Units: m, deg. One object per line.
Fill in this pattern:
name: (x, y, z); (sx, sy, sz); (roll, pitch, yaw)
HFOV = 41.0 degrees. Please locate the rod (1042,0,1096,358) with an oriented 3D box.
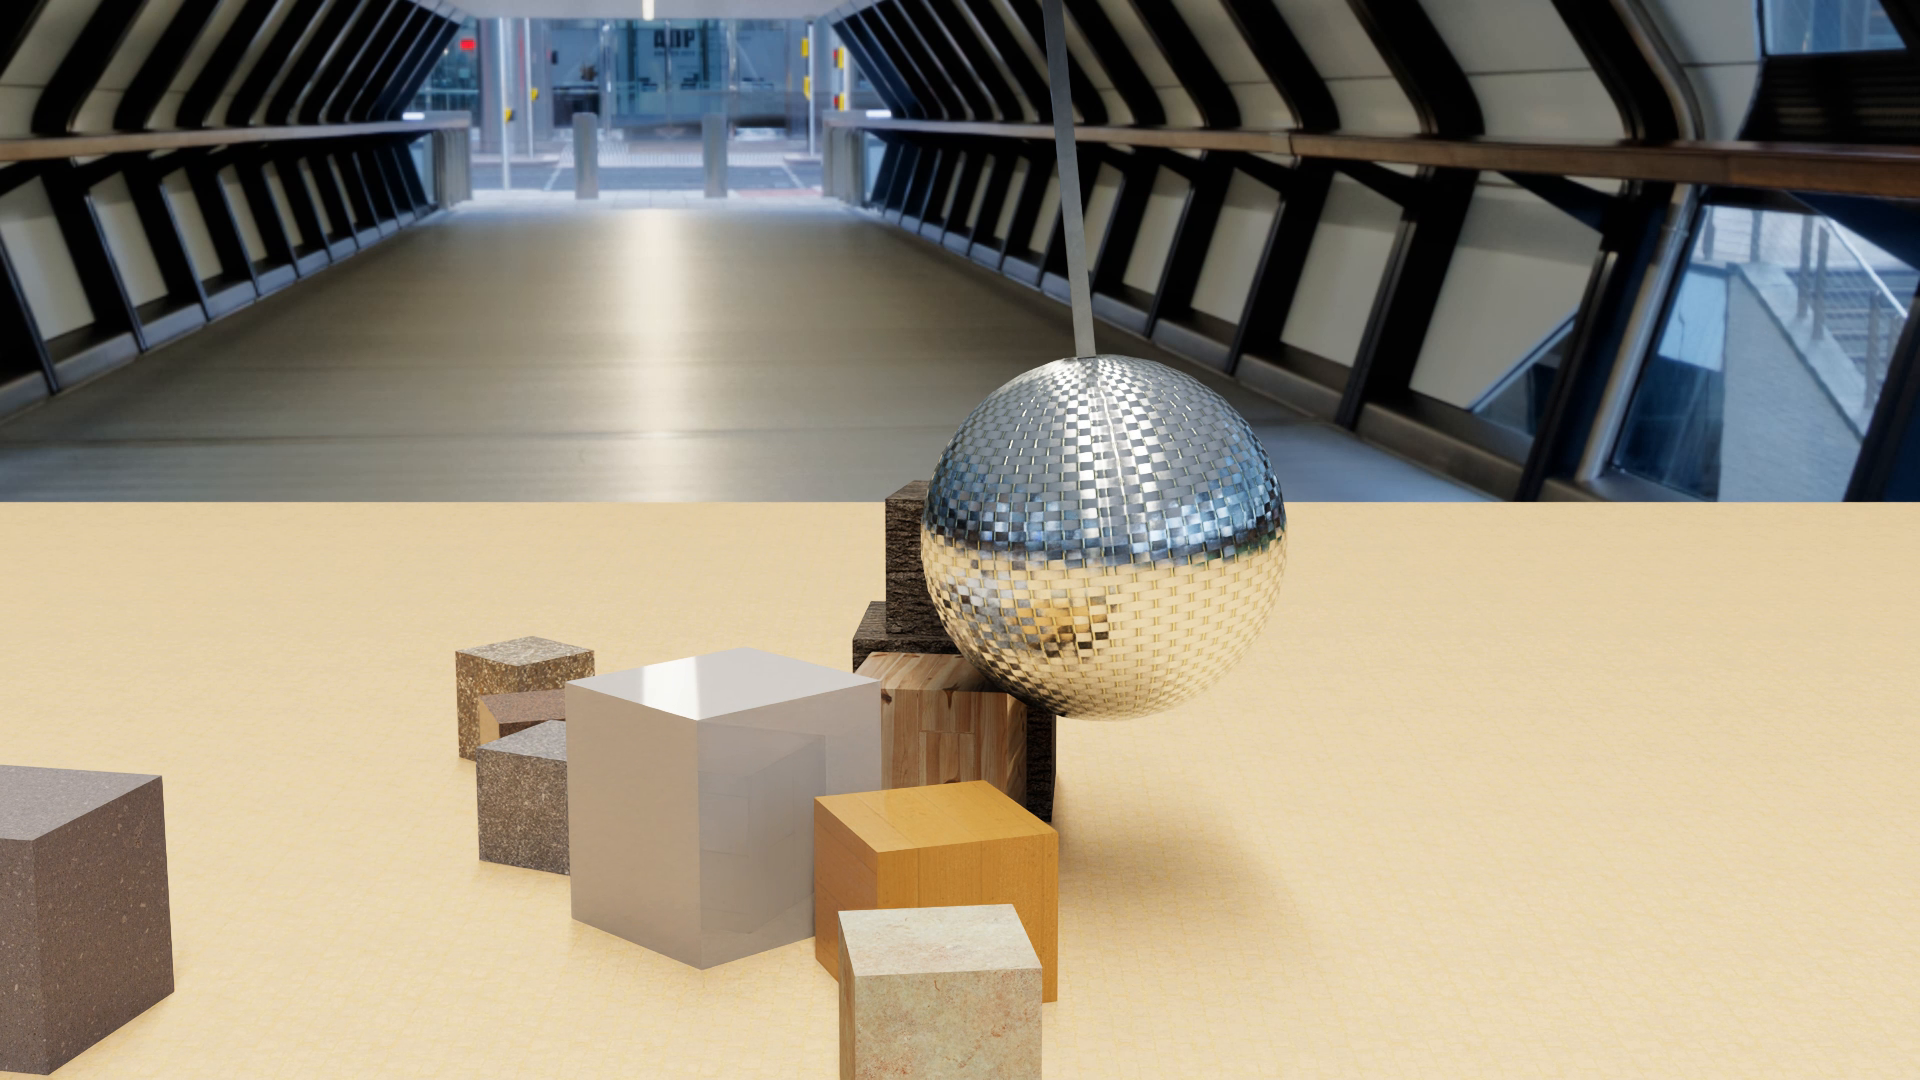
rod: (0.271, -3.335, 10.574); (0.080, 5.200, 0.080); (-6, 10, 1)

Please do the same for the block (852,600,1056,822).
block: (-0.009, 0.824, 12.589); (0.944, 0.875, 0.902); (1, 10, 4)

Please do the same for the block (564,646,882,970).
block: (-0.983, 1.088, 10.726); (0.964, 1.022, 0.885); (-10, 14, -43)

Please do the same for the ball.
ball: (0.626, -0.008, 11.179); (1.600, 1.600, 1.600); (0, 10, 0)

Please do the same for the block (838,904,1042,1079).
block: (-0.078, 1.653, 8.772); (0.618, 0.608, 0.663); (-1, 10, -7)

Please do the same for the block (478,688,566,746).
block: (-1.948, 1.046, 12.340); (0.620, 0.527, 0.580); (-4, 11, -19)

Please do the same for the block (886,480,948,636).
block: (0.018, 0.087, 12.380); (0.631, 0.650, 0.584); (2, 11, 12)

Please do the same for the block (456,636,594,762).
block: (-2.249, 0.850, 13.310); (0.517, 0.566, 0.497); (9, 14, 42)

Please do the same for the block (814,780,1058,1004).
block: (-0.103, 1.395, 10.014); (0.725, 0.672, 0.784); (-4, 11, -20)

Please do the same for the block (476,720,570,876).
block: (-1.818, 1.165, 11.686); (0.509, 0.526, 0.568); (5, 12, 27)

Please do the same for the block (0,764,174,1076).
block: (-3.570, 1.382, 9.544); (0.881, 0.867, 0.869); (2, 11, 13)

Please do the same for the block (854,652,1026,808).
block: (-0.104, 1.003, 11.752); (0.736, 0.821, 0.715); (2, 10, 8)
